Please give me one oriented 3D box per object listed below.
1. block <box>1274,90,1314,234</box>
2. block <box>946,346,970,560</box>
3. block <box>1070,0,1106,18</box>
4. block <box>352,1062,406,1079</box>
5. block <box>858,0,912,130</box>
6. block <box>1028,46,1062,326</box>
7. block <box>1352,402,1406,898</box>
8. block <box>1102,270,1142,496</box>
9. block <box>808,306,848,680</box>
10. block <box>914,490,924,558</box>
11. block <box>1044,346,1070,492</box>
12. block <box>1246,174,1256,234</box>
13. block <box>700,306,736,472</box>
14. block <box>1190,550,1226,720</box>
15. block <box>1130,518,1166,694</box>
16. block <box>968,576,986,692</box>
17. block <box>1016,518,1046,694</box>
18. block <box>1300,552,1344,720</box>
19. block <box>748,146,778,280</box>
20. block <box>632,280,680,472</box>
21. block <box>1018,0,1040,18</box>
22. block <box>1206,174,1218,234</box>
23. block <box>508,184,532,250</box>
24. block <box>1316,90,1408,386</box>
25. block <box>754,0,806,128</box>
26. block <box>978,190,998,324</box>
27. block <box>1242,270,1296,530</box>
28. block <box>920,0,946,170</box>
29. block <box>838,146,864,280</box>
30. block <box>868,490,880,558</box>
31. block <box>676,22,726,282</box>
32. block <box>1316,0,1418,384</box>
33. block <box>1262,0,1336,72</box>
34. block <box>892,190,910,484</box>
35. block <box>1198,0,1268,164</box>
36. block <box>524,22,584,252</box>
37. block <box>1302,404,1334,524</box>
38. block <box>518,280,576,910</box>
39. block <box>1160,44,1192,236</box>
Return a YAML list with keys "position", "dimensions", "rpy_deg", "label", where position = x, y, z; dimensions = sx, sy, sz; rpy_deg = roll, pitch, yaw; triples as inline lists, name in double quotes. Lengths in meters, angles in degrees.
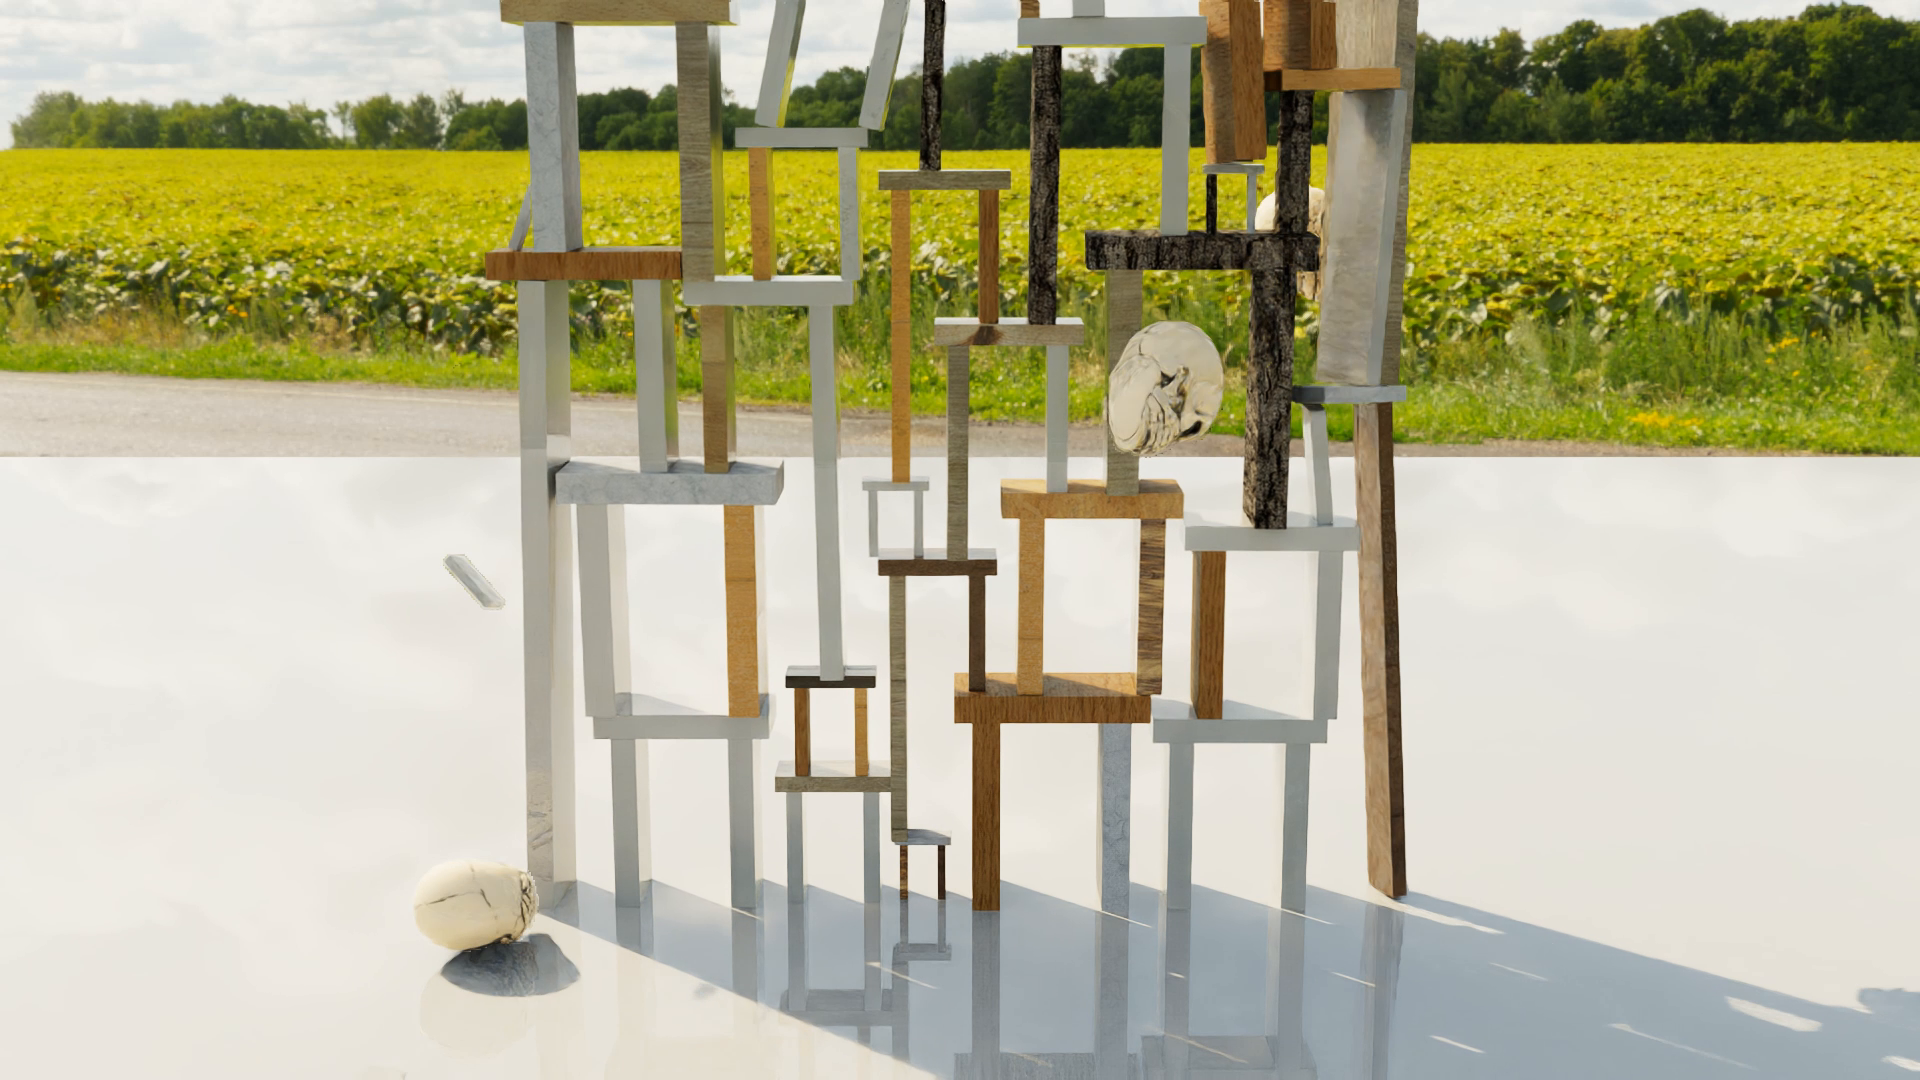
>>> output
- position: [0.519, -0.588, 3.422]
  dimensions: [0.031, 0.217, 0.108]
  rpy_deg: [0, 10, -4]
  label: "block"
- position: [-0.004, -0.146, 3.523]
  dimensions: [0.033, 0.343, 0.117]
  rpy_deg: [0, 11, -1]
  label: "block"
- position: [0.194, -0.974, 3.364]
  dimensions: [0.049, 0.345, 0.172]
  rpy_deg: [-1, 10, 2]
  label: "block"
- position: [-0.787, 0.811, 2.191]
  dimensions: [0.052, 0.015, 1.170]
  rpy_deg: [11, 15, 4]
  label: "block"
- position: [-0.113, -0.760, 3.416]
  dimensions: [0.034, 0.242, 0.121]
  rpy_deg: [13, 10, -1]
  label: "block"
- position: [0.132, -0.555, 3.446]
  dimensions: [0.041, 0.423, 0.143]
  rpy_deg: [1, 11, 0]
  label: "block"
- position: [0.692, 0.180, 3.626]
  dimensions: [0.026, 0.818, 0.090]
  rpy_deg: [-5, 8, -15]
  label: "block"
- position: [0.258, -0.260, 3.498]
  dimensions: [0.050, 0.353, 0.176]
  rpy_deg: [0, 12, 1]
  label: "block"
- position: [-0.211, -0.082, 3.542]
  dimensions: [0.037, 0.600, 0.132]
  rpy_deg: [-1, 10, 0]
  label: "block"
- position: [-0.067, -0.030, 3.545]
  dimensions: [0.015, 0.108, 0.054]
  rpy_deg: [0, 11, 0]
  label: "block"
- position: [0.154, -0.200, 3.512]
  dimensions: [0.033, 0.233, 0.117]
  rpy_deg: [0, 11, 1]
  label: "block"
- position: [0.456, -0.527, 3.438]
  dimensions: [0.013, 0.094, 0.047]
  rpy_deg: [1, 12, 6]
  label: "block"
- position: [-0.385, -0.248, 3.512]
  dimensions: [0.037, 0.264, 0.132]
  rpy_deg: [0, 10, 0]
  label: "block"
- position: [0.403, 0.138, 3.577]
  dimensions: [0.039, 0.277, 0.139]
  rpy_deg: [0, 12, 1]
  label: "block"
- position: [0.305, 0.094, 3.575]
  dimensions: [0.041, 0.287, 0.144]
  rpy_deg: [0, 11, 0]
  label: "block"
- position: [0.027, 0.142, 3.581]
  dimensions: [0.027, 0.191, 0.095]
  rpy_deg: [0, 11, 0]
  label: "block"
- position: [0.113, 0.094, 3.575]
  dimensions: [0.041, 0.287, 0.144]
  rpy_deg: [0, 11, 0]
  label: "block"
- position: [0.588, 0.139, 3.574]
  dimensions: [0.039, 0.277, 0.139]
  rpy_deg: [0, 12, 1]
  label: "block"
- position: [-0.311, -0.515, 3.465]
  dimensions: [0.029, 0.204, 0.102]
  rpy_deg: [-1, 10, 1]
  label: "block"
- position: [-0.485, -0.269, 3.516]
  dimensions: [0.043, 0.303, 0.152]
  rpy_deg: [-1, 11, 0]
  label: "block"
- position: [0.107, -0.909, 3.385]
  dimensions: [0.030, 0.212, 0.106]
  rpy_deg: [0, 11, 0]
  label: "block"
- position: [0.393, -0.526, 3.436]
  dimensions: [0.013, 0.094, 0.047]
  rpy_deg: [0, 12, 2]
  label: "block"
- position: [-0.685, -0.509, 3.466]
  dimensions: [0.015, 0.104, 0.052]
  rpy_deg: [20, 10, -4]
  label: "block"
- position: [0.640, -0.482, 3.514]
  dimensions: [0.031, 0.465, 0.108]
  rpy_deg: [-1, 8, -39]
  label: "block"
- position: [-0.275, -0.764, 3.416]
  dimensions: [0.034, 0.242, 0.121]
  rpy_deg: [11, 10, -1]
  label: "block"
- position: [0.045, -0.451, 3.474]
  dimensions: [0.029, 0.206, 0.103]
  rpy_deg: [0, 11, -1]
  label: "block"
- position: [0.490, -0.233, 3.495]
  dimensions: [0.050, 0.404, 0.176]
  rpy_deg: [1, 12, 1]
  label: "block"
- position: [-0.038, -0.796, 3.405]
  dimensions: [0.030, 0.441, 0.106]
  rpy_deg: [2, 11, 1]
  label: "block"
- position: [-0.172, -0.515, 3.462]
  dimensions: [0.029, 0.204, 0.102]
  rpy_deg: [-1, 10, 1]
  label: "block"
- position: [-0.139, -0.030, 3.544]
  dimensions: [0.015, 0.108, 0.054]
  rpy_deg: [-1, 11, 0]
  label: "block"
- position: [-0.406, -0.609, 3.454]
  dimensions: [0.049, 0.393, 0.174]
  rpy_deg: [0, 10, 0]
  label: "block"
- position: [0.663, -0.655, 3.565]
  dimensions: [0.043, 0.800, 0.153]
  rpy_deg: [0, 5, -31]
  label: "block"
- position: [0.522, -0.880, 3.394]
  dimensions: [0.043, 0.305, 0.153]
  rpy_deg: [-6, 11, -20]
  label: "block"
- position: [-0.093, -0.325, 3.496]
  dimensions: [0.029, 0.459, 0.103]
  rpy_deg: [0, 11, -1]
  label: "block"
- position: [0.410, -0.867, 3.377]
  dimensions: [0.049, 0.565, 0.172]
  rpy_deg: [-5, 8, -8]
  label: "block"
- position: [-0.636, -0.631, 3.449]
  dimensions: [0.049, 0.347, 0.174]
  rpy_deg: [-1, 11, -1]
  label: "block"
- position: [0.572, -0.125, 3.520]
  dimensions: [0.026, 0.181, 0.090]
  rpy_deg: [-6, 12, 2]
  label: "block"
- position: [-0.669, 0.087, 3.574]
  dimensions: [0.043, 1.023, 0.152]
  rpy_deg: [2, 11, 4]
  label: "block"
- position: [0.336, -0.619, 3.405]
  dimensions: [0.041, 0.286, 0.143]
  rpy_deg: [1, 11, 6]
  label: "block"
